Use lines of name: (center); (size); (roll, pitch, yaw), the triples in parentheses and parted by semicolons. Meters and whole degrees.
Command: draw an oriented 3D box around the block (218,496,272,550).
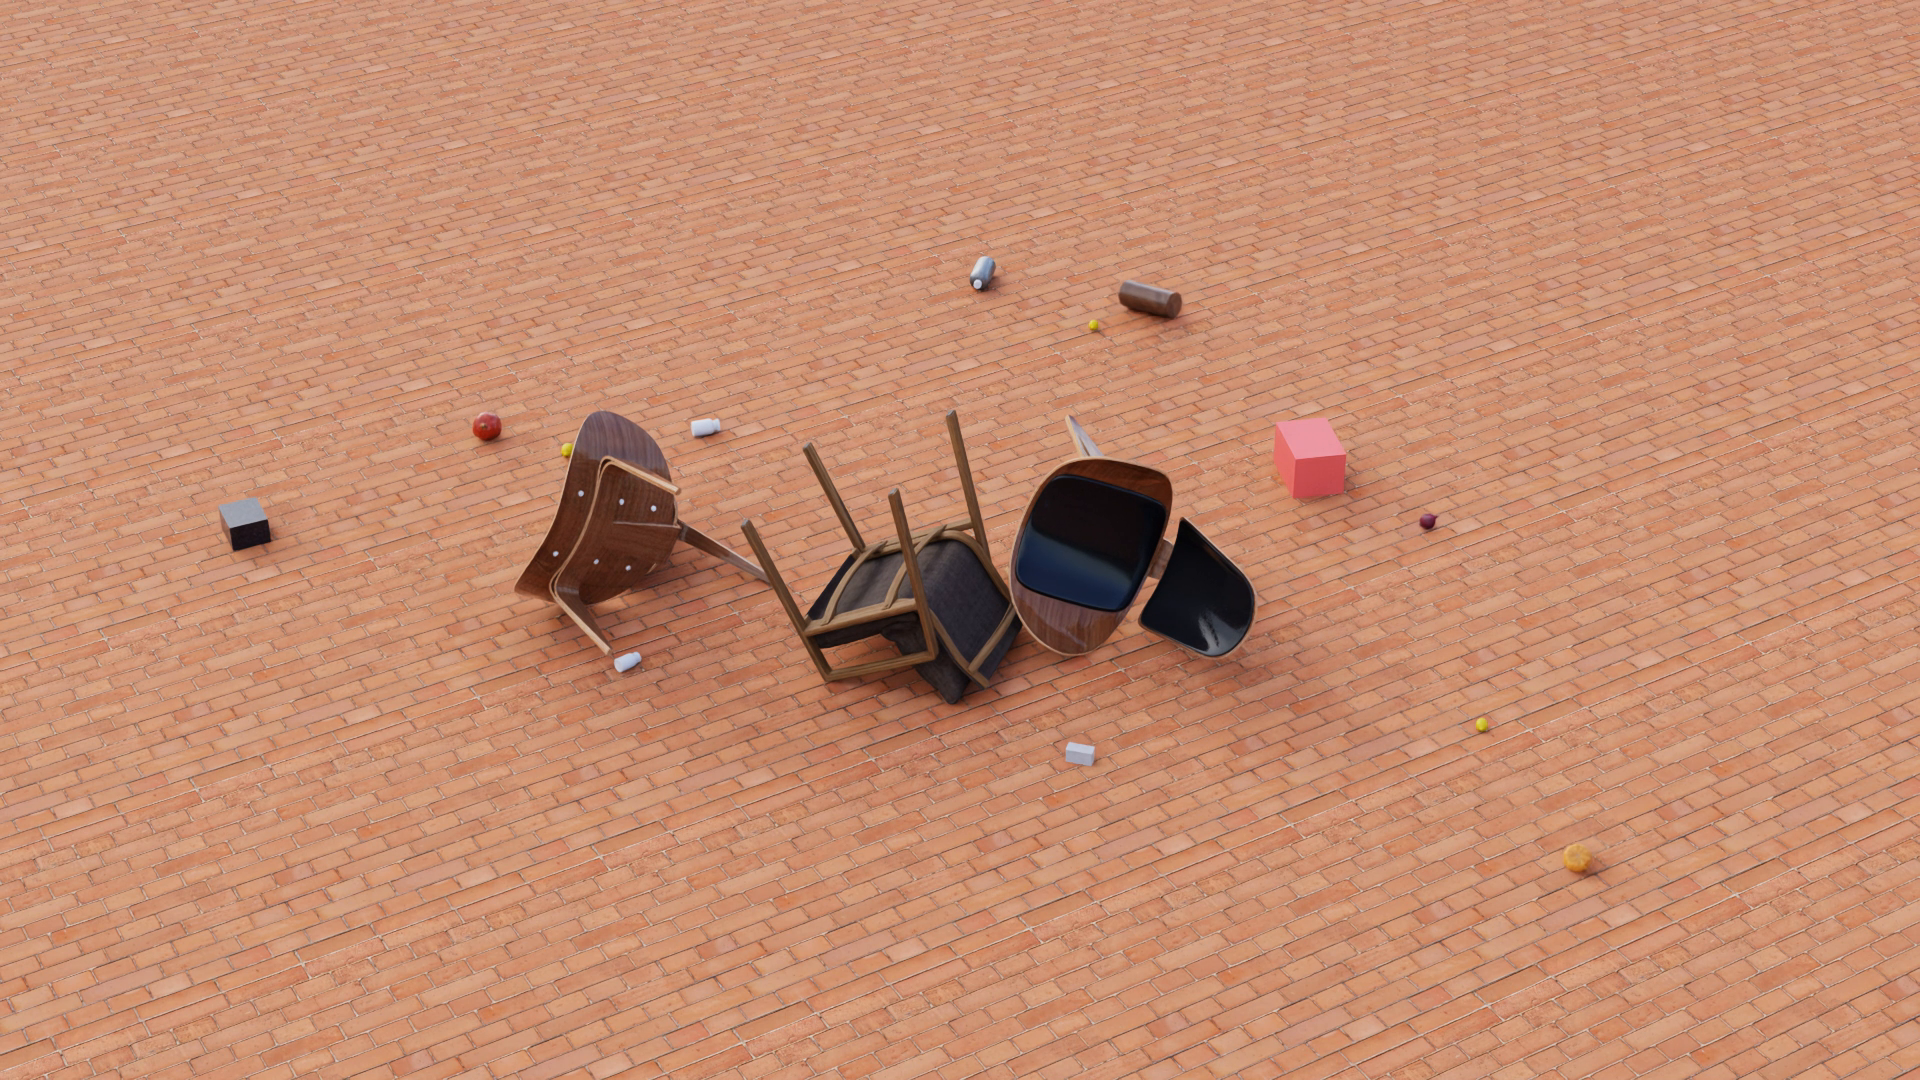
block: (-2.670, -0.061, 10.944); (0.144, 0.102, 0.172); (-15, 36, -21)

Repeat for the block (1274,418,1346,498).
block: (1.342, -0.317, 11.265); (0.199, 0.176, 0.276); (-6, 34, -9)

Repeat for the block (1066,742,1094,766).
block: (0.402, 0.717, 9.810); (0.090, 0.051, 0.043); (10, 35, 14)

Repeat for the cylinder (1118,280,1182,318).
cylinder: (0.803, -1.016, 12.368); (0.225, 0.112, 0.163); (17, 3, 25)
